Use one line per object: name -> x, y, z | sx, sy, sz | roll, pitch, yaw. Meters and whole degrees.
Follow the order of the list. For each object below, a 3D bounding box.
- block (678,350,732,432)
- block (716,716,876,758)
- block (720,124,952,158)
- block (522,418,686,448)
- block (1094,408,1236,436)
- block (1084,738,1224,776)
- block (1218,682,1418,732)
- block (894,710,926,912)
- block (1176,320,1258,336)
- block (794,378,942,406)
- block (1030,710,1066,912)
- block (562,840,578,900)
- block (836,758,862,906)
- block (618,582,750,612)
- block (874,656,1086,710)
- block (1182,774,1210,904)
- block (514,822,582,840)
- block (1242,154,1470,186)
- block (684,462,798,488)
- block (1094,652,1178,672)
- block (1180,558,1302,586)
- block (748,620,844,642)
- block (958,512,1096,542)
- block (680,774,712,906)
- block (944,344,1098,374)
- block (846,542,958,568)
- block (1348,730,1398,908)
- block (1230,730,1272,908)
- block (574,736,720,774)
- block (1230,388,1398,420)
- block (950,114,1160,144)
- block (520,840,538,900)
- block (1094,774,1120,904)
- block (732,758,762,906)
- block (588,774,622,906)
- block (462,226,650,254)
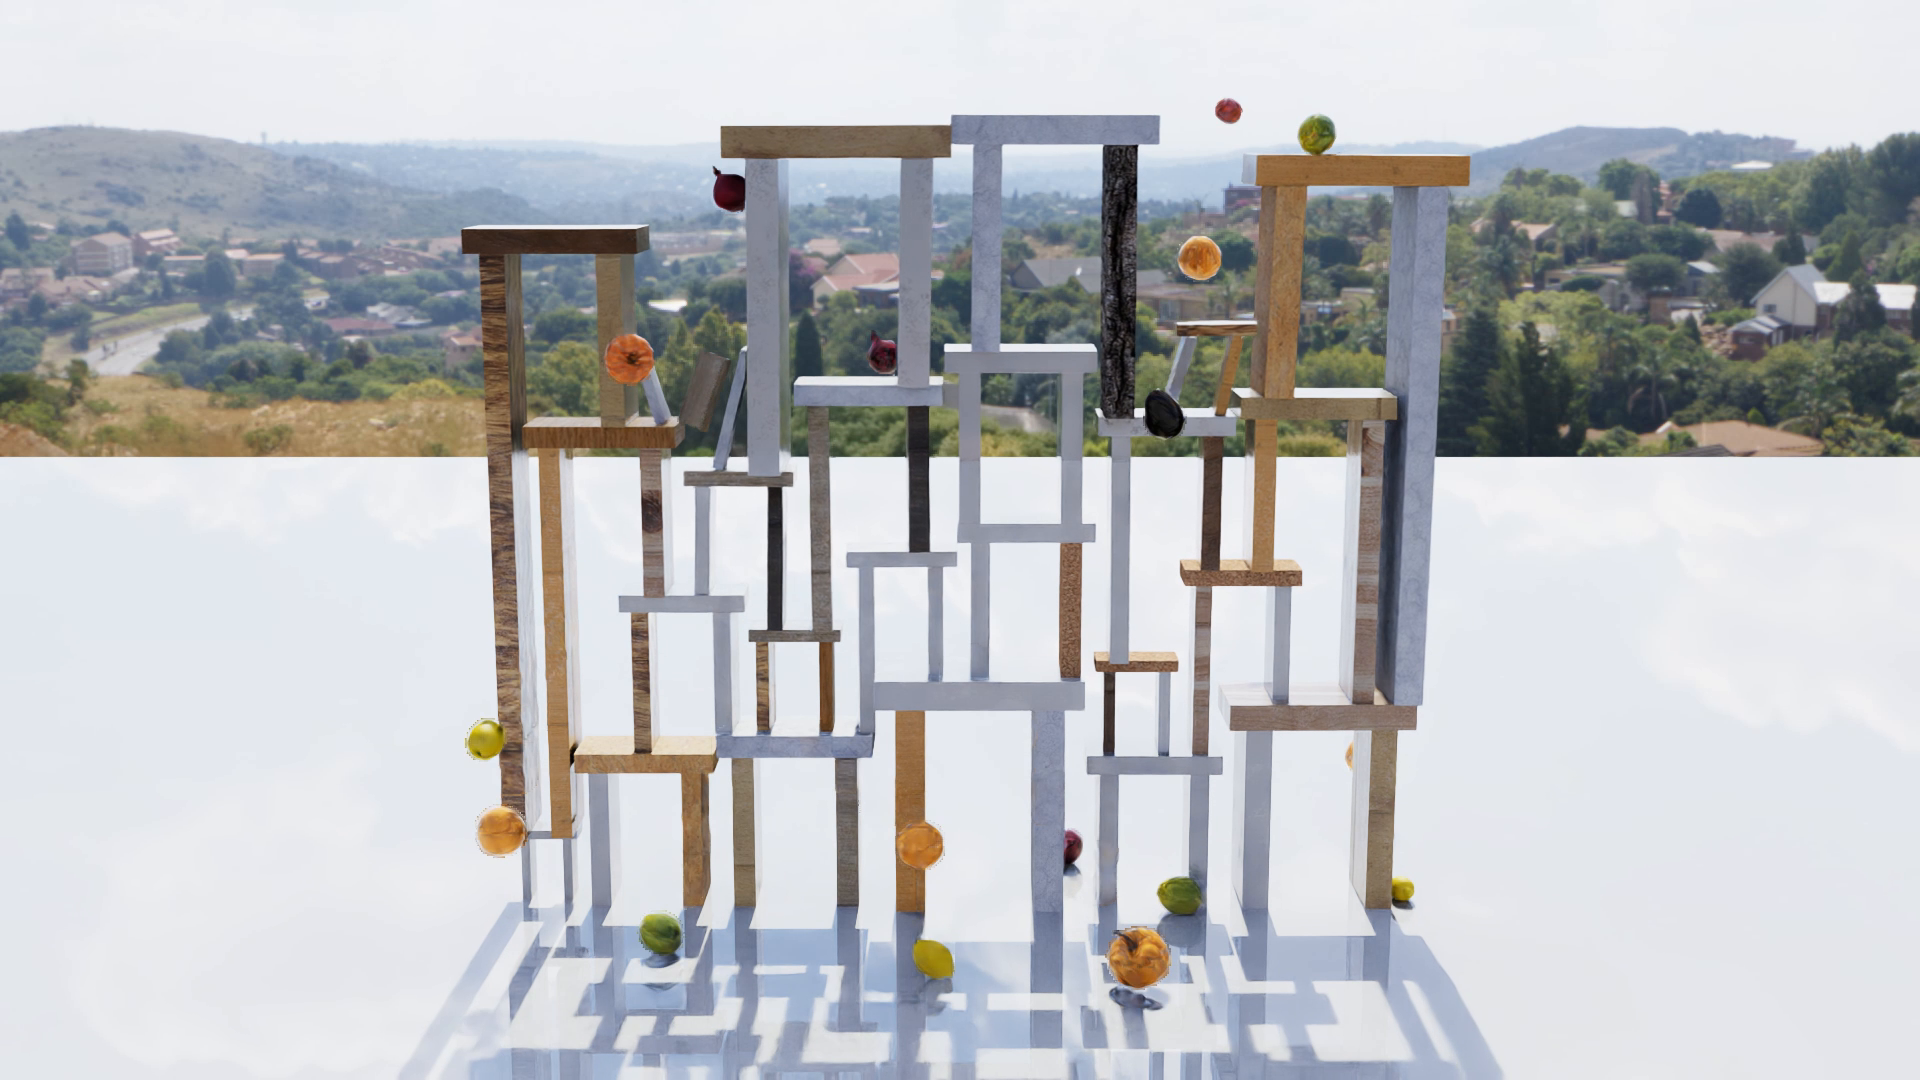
block -> -0.405, -0.237, 3.489 | 0.060, 0.120, 0.017 | 23, 5, 43
block -> -0.268, 0.324, 3.620 | 0.253, 0.036, 0.126 | 0, 11, 0
block -> -0.190, -0.624, 3.442 | 0.352, 0.050, 0.176 | 0, 10, -1
block -> -0.569, -0.172, 3.523 | 0.240, 0.034, 0.120 | 0, 11, 0
block -> 0.328, -0.189, 3.530 | 0.217, 0.031, 0.108 | 0, 10, 0
block -> 0.317, 0.357, 3.628 | 0.221, 0.031, 0.111 | 0, 11, 0
block -> 0.584, 0.272, 3.611 | 0.301, 0.043, 0.151 | 0, 11, -1
block -> -0.080, 0.424, 3.637 | 0.048, 0.338, 0.169 | 0, 11, 0
block -> 0.408, -0.336, 3.494 | 0.126, 0.018, 0.063 | 0, 11, 5
block -> -0.145, -0.238, 3.525 | 0.235, 0.033, 0.117 | 0, 10, 0
block -> 0.145, 0.424, 3.637 | 0.048, 0.338, 0.169 | 0, 11, 0
block -> -0.648, 0.539, 3.658 | 0.015, 0.103, 0.052 | 0, 11, 0
block -> -0.184, 0.466, 3.646 | 0.036, 0.253, 0.126 | 0, 11, 0
block -> -0.448, 0.094, 3.578 | 0.202, 0.029, 0.101 | 0, 11, -1
block -> 0.032, 0.235, 3.602 | 0.338, 0.048, 0.169 | 0, 11, 0
block -> 0.390, 0.481, 3.651 | 0.031, 0.221, 0.111 | 0, 11, 0
block -> -0.682, 0.481, 3.648 | 0.103, 0.015, 0.052 | 0, 11, 0
block -> 0.617, -0.581, 3.451 | 0.328, 0.046, 0.164 | 0, 10, 0
block -> -0.352, -0.105, 3.541 | 0.175, 0.025, 0.087 | 1, 10, 0
block -> 0.288, 0.199, 3.601 | 0.134, 0.019, 0.067 | 0, 10, 0
block -> 0.455, 0.053, 3.572 | 0.188, 0.027, 0.094 | 0, 10, 0
block -> -0.267, 0.148, 3.590 | 0.149, 0.021, 0.075 | 0, 10, 0
block -> 0.106, -0.021, 3.555 | 0.221, 0.031, 0.110 | 0, 11, 0
block -> -0.437, 0.480, 3.645 | 0.032, 0.226, 0.113 | 0, 11, 0
block -> 0.096, -0.290, 3.508 | 0.240, 0.034, 0.120 | 0, 11, 0
block -> -0.094, 0.023, 3.565 | 0.178, 0.025, 0.089 | 0, 10, -2
block -> 0.684, 0.441, 3.643 | 0.043, 0.301, 0.151 | 0, 11, 0
block -> 0.483, 0.441, 3.644 | 0.043, 0.301, 0.151 | 0, 11, 0
block -> -0.513, 0.353, 3.621 | 0.226, 0.032, 0.113 | 0, 11, 0
block -> 0.564, -0.218, 3.515 | 0.246, 0.035, 0.123 | 0, 10, 0
block -> 0.146, -0.642, 3.444 | 0.319, 0.045, 0.159 | 0, 11, -1
block -> -0.717, 0.539, 3.658 | 0.015, 0.104, 0.052 | 0, 11, 0
block -> 0.243, 0.480, 3.654 | 0.031, 0.221, 0.111 | 0, 11, -1
block -> -0.352, 0.466, 3.646 | 0.036, 0.253, 0.126 | 0, 11, 0
block -> -0.588, 0.480, 3.645 | 0.032, 0.226, 0.113 | 0, 11, 0
block -> -0.635, -0.475, 3.468 | 0.271, 0.038, 0.135 | 0, 11, 1
